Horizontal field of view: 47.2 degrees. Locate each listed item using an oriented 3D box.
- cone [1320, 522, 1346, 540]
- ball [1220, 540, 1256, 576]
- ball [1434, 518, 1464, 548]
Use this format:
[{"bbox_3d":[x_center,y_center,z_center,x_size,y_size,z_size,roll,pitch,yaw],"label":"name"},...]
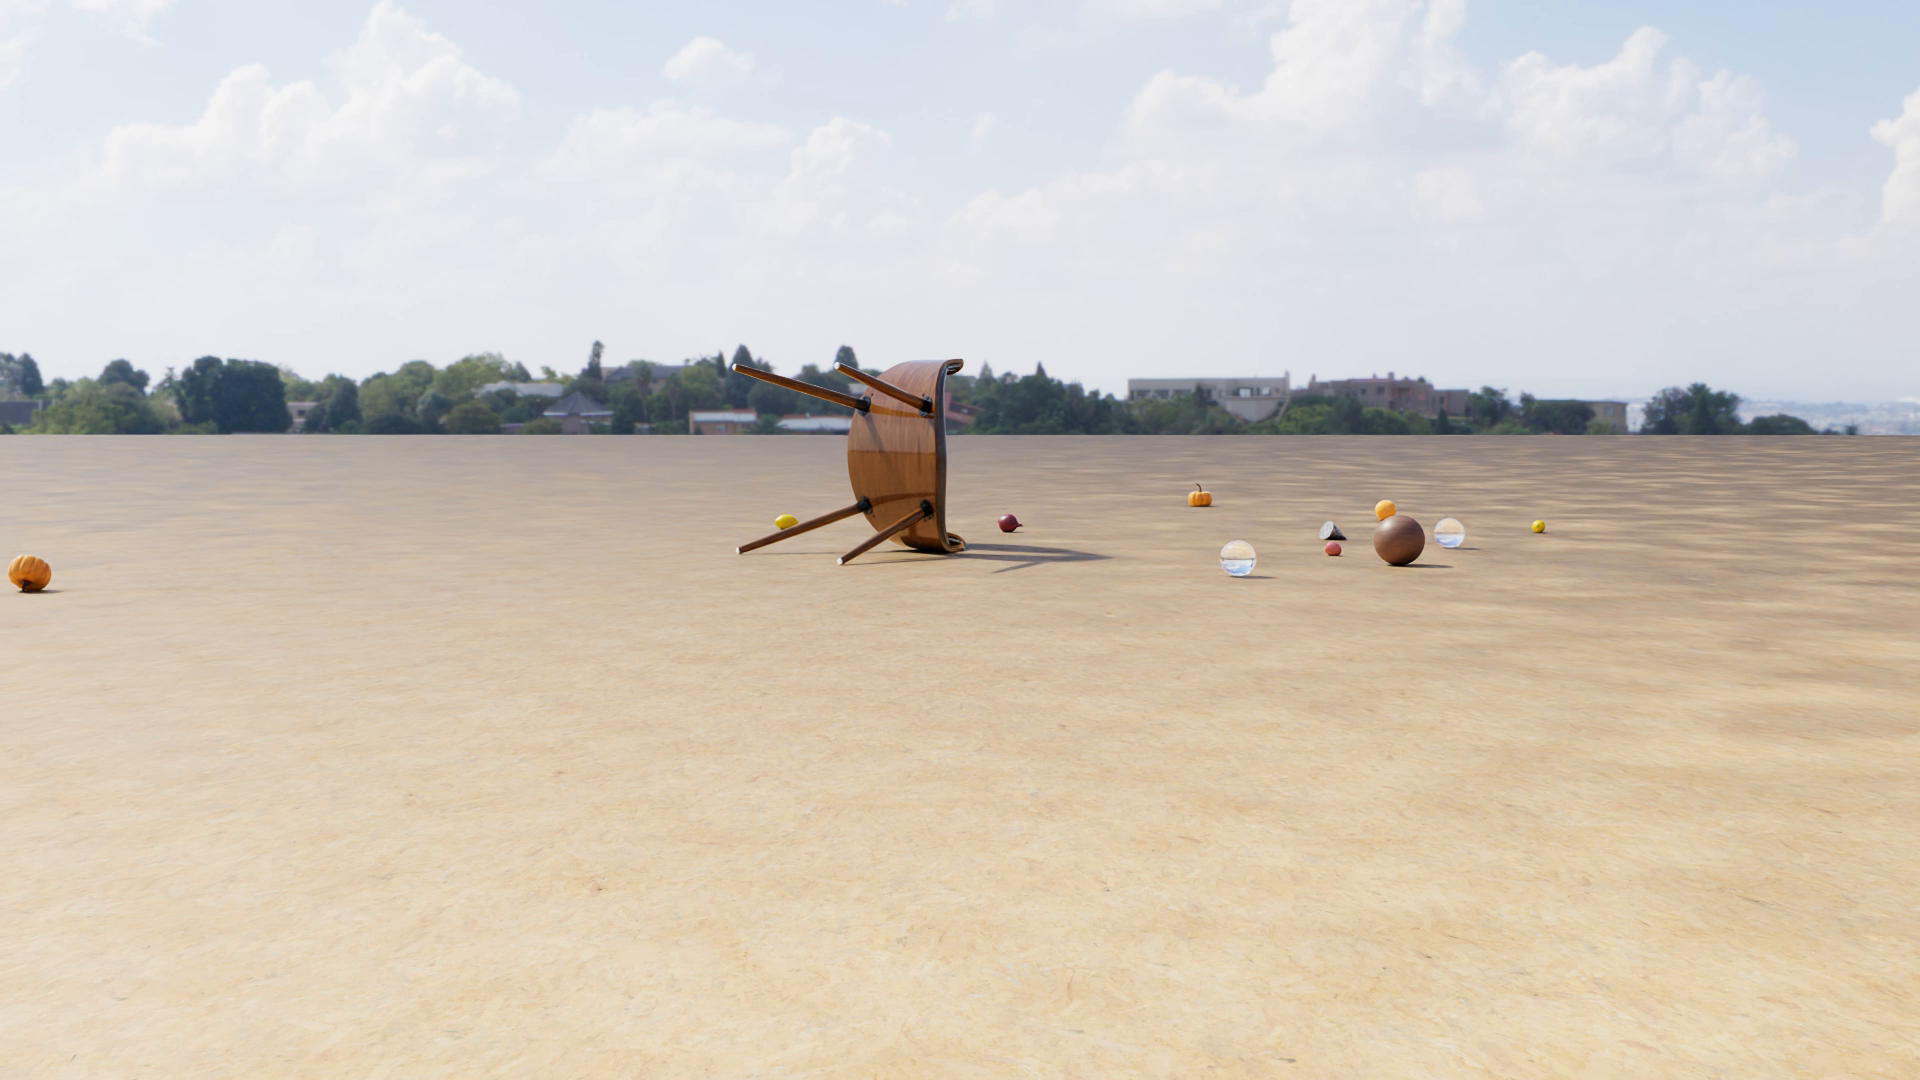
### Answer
[{"bbox_3d":[1.128,-0.016,6.584,0.069,0.059,0.108,24,-2,-10],"label":"cone"},{"bbox_3d":[0.666,0.044,5.269,0.087,0.087,0.087,0,4,0],"label":"ball"},{"bbox_3d":[1.382,-0.020,6.212,0.085,0.085,0.085,0,4,0],"label":"ball"}]
